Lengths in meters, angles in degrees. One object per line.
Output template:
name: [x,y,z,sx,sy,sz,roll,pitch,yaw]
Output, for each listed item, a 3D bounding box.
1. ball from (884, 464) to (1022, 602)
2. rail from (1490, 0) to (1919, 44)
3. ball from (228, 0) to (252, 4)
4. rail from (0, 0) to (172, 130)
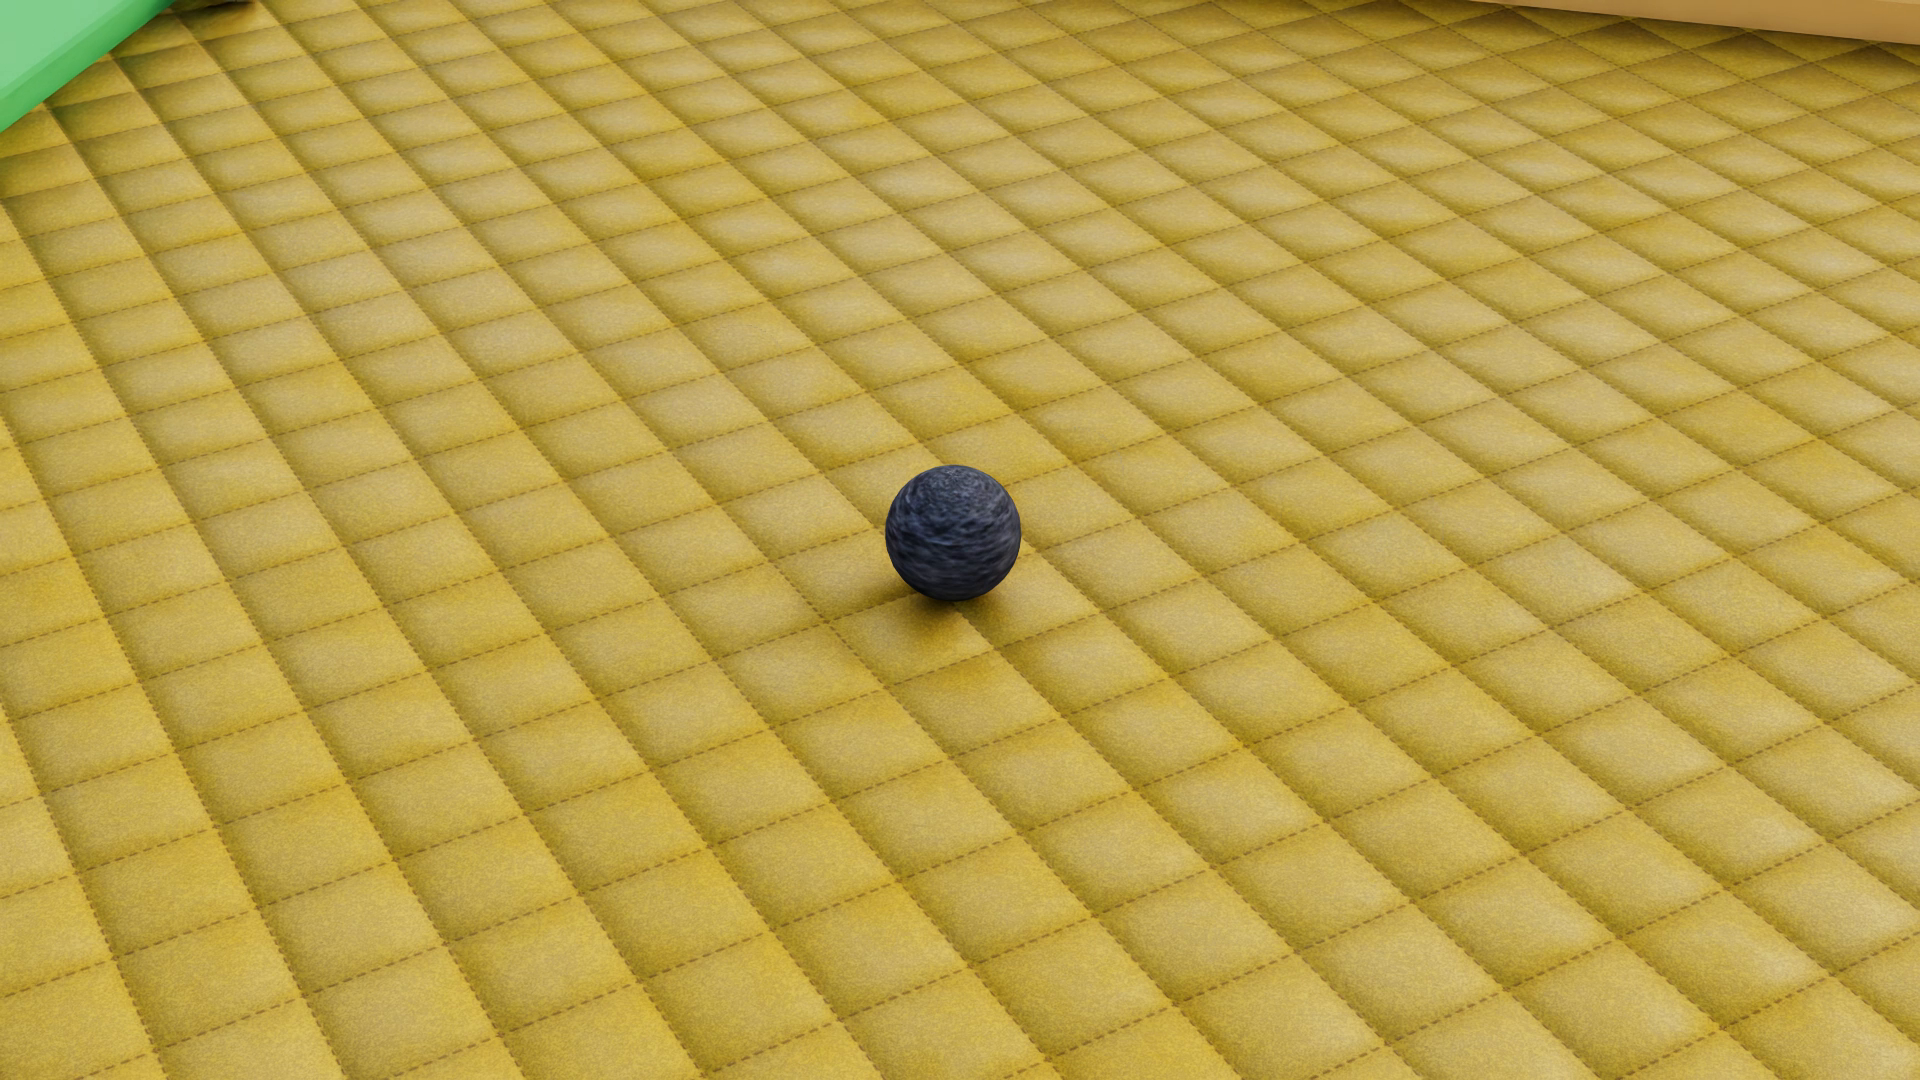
ball: [-0.005,-0.005,1.835,0.098,0.098,0.098,0,34,0]
rail: [1.362,-0.502,2.536,4.394,0.127,0.045,8,35,12]
ball: [-0.774,-0.611,2.747,0.072,0.072,0.072,0,34,0]
rail: [-1.039,-0.177,2.059,0.045,0.127,2.391,8,35,12]
